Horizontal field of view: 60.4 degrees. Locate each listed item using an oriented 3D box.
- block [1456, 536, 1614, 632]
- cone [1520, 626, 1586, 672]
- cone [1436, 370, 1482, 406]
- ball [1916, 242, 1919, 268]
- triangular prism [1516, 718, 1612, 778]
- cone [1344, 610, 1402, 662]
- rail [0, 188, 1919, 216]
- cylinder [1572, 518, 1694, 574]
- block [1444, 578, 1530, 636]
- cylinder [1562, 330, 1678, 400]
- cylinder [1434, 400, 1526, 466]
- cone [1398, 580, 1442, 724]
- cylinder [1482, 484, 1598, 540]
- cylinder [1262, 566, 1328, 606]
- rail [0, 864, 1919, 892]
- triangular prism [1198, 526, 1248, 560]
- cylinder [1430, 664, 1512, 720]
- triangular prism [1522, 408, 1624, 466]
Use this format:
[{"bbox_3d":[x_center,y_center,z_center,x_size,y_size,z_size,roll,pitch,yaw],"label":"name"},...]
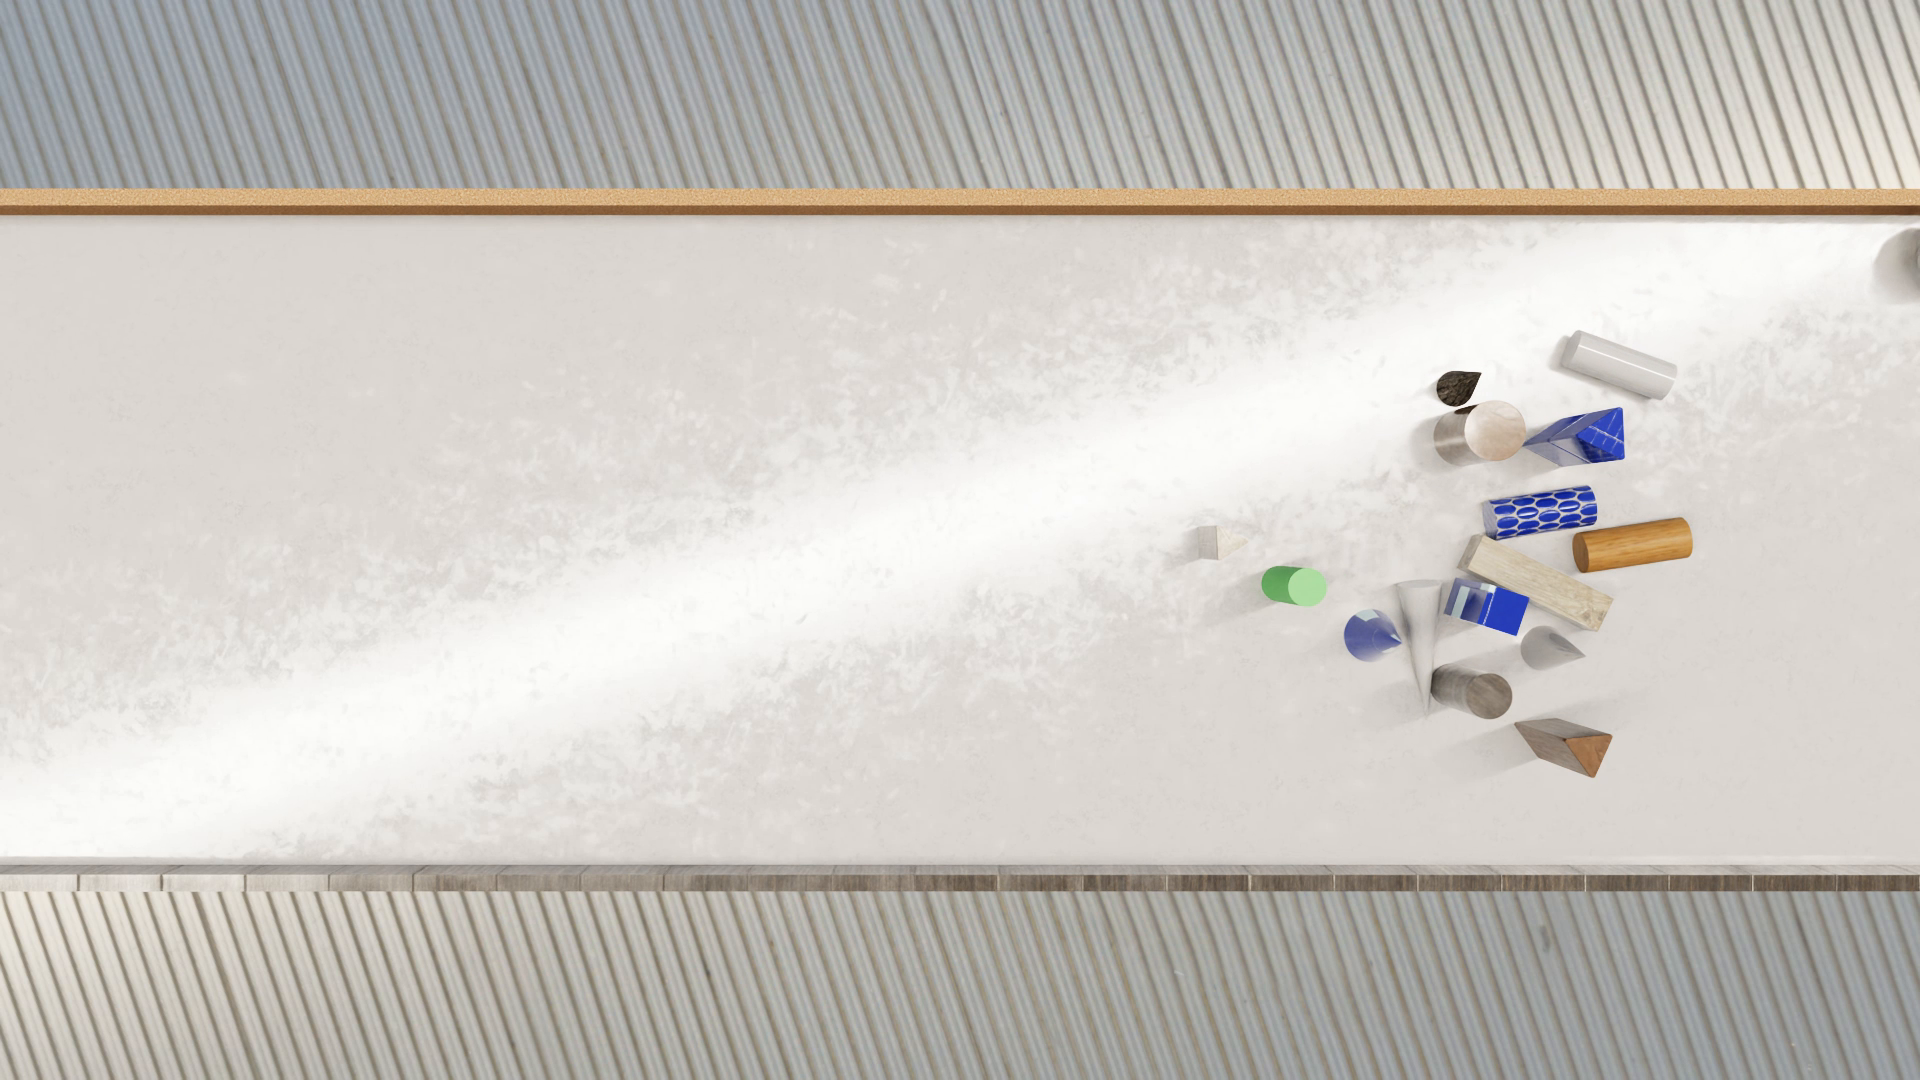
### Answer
[{"bbox_3d":[1.748,0.131,5.020,0.436,0.112,0.112,26,90,0],"label":"block"},{"bbox_3d":[1.796,0.333,4.901,0.141,0.351,0.141,0,90,0],"label":"cone"},{"bbox_3d":[1.513,-0.474,4.909,0.113,0.328,0.113,0,87,3],"label":"cone"},{"bbox_3d":[3.011,-0.867,4.959,0.236,0.236,0.236,0,90,0],"label":"ball"},{"bbox_3d":[1.791,0.584,4.861,0.115,0.432,0.132,-36,90,0],"label":"triangular prism"},{"bbox_3d":[1.263,0.294,4.893,0.164,0.368,0.164,0,90,0],"label":"cone"},{"bbox_3d":[-2.247,-1.025,5.002,12.000,0.150,0.050,0,90,0],"label":"rail"},{"bbox_3d":[2.043,0.016,5.013,0.316,0.126,0.126,-9,90,0],"label":"cylinder"},{"bbox_3d":[1.556,0.195,4.889,0.118,0.368,0.118,18,92,1],"label":"block"},{"bbox_3d":[2.005,-0.532,5.018,0.309,0.117,0.117,20,90,0],"label":"cylinder"},{"bbox_3d":[1.545,-0.316,4.917,0.177,0.319,0.177,0,90,0],"label":"cylinder"},{"bbox_3d":[1.418,0.350,5.044,0.131,0.131,0.441,-5,98,0],"label":"cone"},{"bbox_3d":[1.761,-0.082,5.014,0.305,0.126,0.126,-9,90,0],"label":"cylinder"},{"bbox_3d":[0.983,0.134,4.869,0.110,0.414,0.110,0,90,0],"label":"cylinder"},{"bbox_3d":[-2.247,1.025,5.001,12.000,0.150,0.050,0,90,0],"label":"rail"},{"bbox_3d":[0.756,-0.005,4.886,0.100,0.381,0.086,-33,90,0],"label":"triangular prism"},{"bbox_3d":[1.511,0.446,4.891,0.133,0.370,0.133,0,90,0],"label":"cylinder"},{"bbox_3d":[1.824,-0.316,4.847,0.146,0.458,0.126,27,90,0],"label":"triangular prism"}]
